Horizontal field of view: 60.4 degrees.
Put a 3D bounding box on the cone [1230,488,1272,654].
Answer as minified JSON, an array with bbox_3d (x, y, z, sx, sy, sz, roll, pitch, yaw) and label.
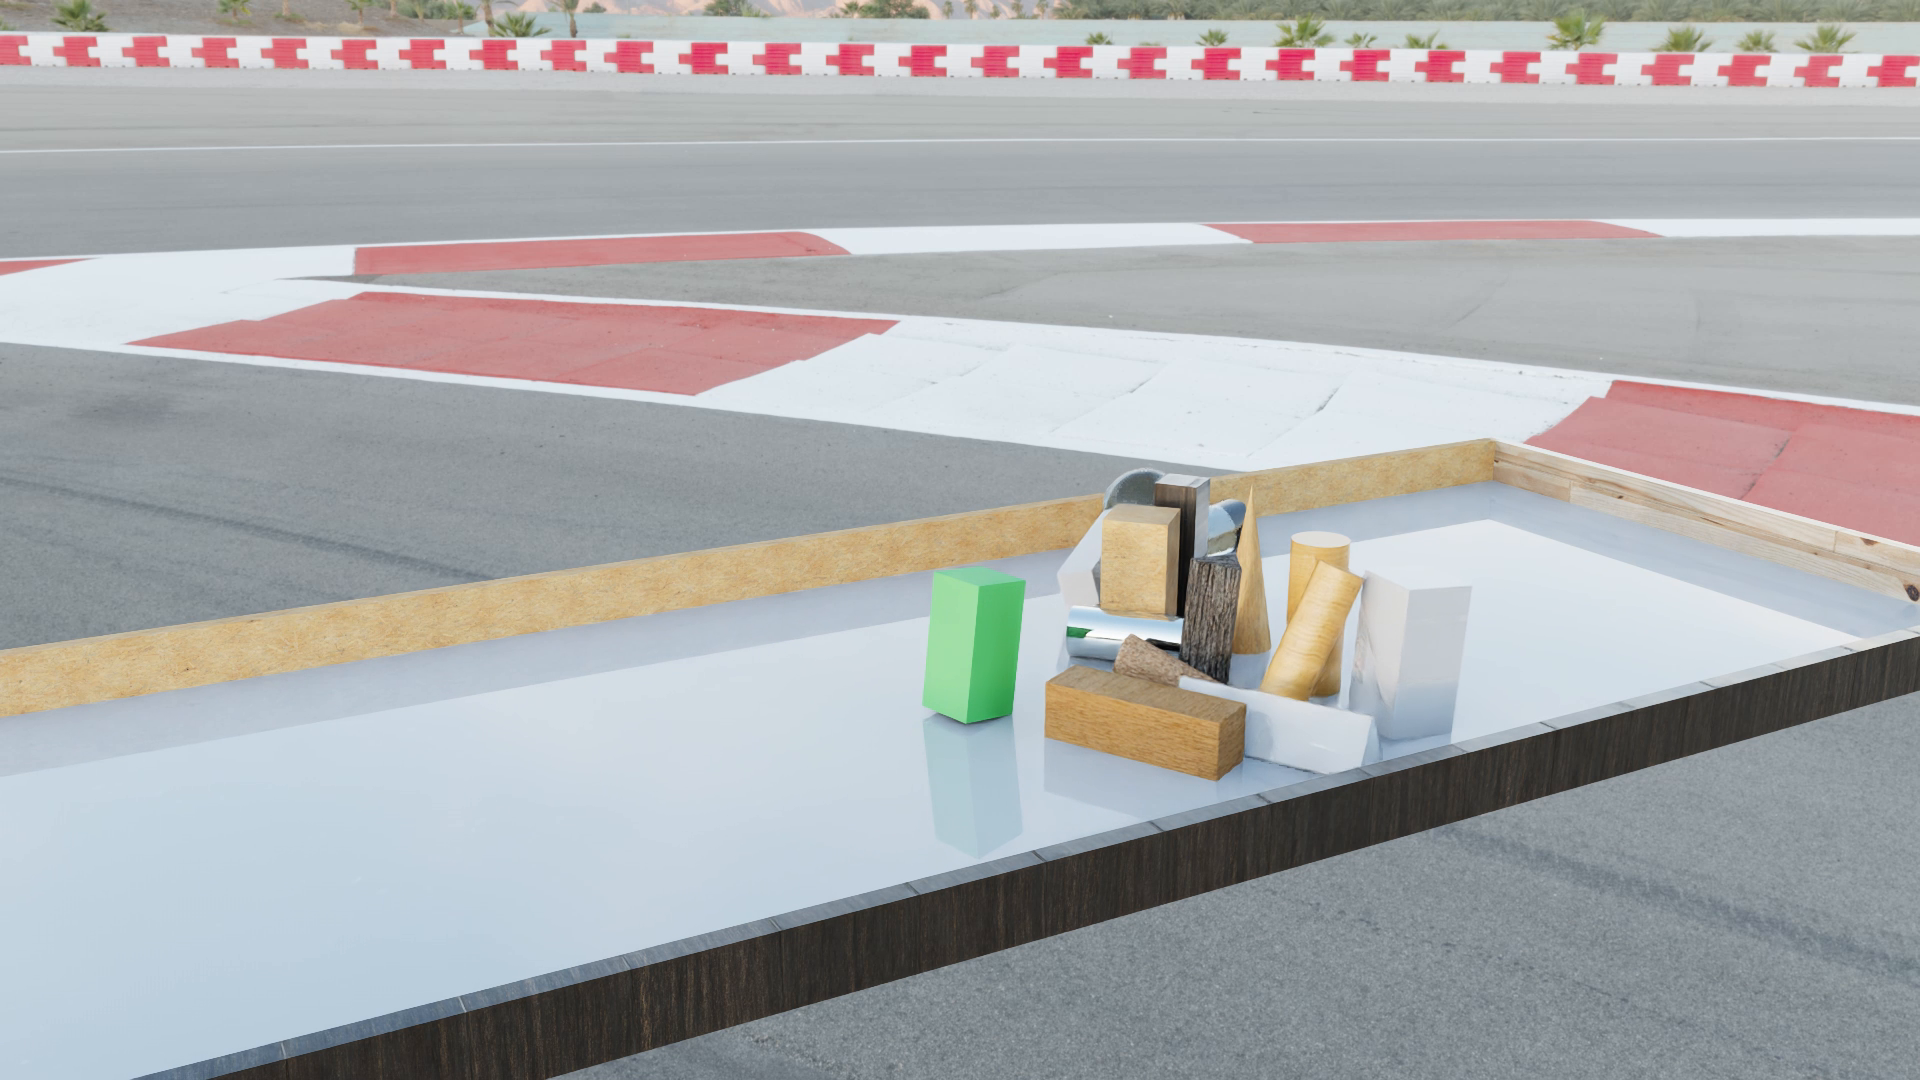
[{"bbox_3d":[0.757,0.067,4.339,0.147,0.445,0.147,0,16,0],"label":"cone"}]

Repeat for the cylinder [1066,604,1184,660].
[{"bbox_3d":[0.457,0.251,4.267,0.343,0.133,0.133,5,17,17],"label":"cylinder"}]

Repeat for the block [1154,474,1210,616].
[{"bbox_3d":[0.612,0.023,4.583,0.120,0.391,0.120,8,18,25],"label":"block"}]

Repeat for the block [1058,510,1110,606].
[{"bbox_3d":[0.405,0.044,4.705,0.103,0.103,0.429,-6,22,27],"label":"block"}]

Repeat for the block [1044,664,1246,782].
[{"bbox_3d":[0.414,0.408,3.724,0.435,0.137,0.137,11,20,33],"label":"block"}]

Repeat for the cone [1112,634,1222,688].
[{"bbox_3d":[0.583,0.359,4.006,0.405,0.145,0.145,18,22,21],"label":"cone"}]

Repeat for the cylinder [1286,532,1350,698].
[{"bbox_3d":[0.875,0.182,4.054,0.141,0.384,0.141,0,16,0],"label":"cylinder"}]

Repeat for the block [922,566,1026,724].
[{"bbox_3d":[0.032,0.245,3.908,0.153,0.329,0.153,-6,16,-43],"label":"block"}]

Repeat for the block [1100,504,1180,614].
[{"bbox_3d":[0.478,0.101,4.384,0.173,0.353,0.173,5,17,17],"label":"block"}]

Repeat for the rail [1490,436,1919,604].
[{"bbox_3d":[2.466,-0.048,5.253,0.050,0.150,2.100,-9,18,-27],"label":"rail"}]

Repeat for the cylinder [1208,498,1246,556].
[{"bbox_3d":[0.718,-0.004,5.073,0.166,0.166,0.443,14,21,40],"label":"cylinder"}]

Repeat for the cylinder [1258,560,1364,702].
[{"bbox_3d":[0.810,0.240,3.847,0.114,0.377,0.114,23,7,-3],"label":"cylinder"}]

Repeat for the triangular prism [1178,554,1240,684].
[{"bbox_3d":[0.638,0.202,4.086,0.133,0.324,0.116,14,19,30],"label":"triangular prism"}]

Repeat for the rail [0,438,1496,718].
[{"bbox_3d":[-3.305,0.497,3.399,12.000,0.150,0.050,-9,18,-27],"label":"rail"}]

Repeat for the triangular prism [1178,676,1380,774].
[{"bbox_3d":[0.706,0.409,3.719,0.457,0.127,0.147,10,19,31],"label":"triangular prism"}]

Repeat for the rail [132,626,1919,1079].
[{"bbox_3d":[-2.336,1.006,1.665,12.000,0.150,0.050,-9,18,-27],"label":"rail"}]

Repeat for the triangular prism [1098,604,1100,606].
[{"bbox_3d":[0.593,0.130,4.761,0.411,0.081,0.094,-6,17,-19],"label":"triangular prism"}]

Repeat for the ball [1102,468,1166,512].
[{"bbox_3d":[0.580,-0.095,5.212,0.264,0.264,0.264,0,16,0],"label":"ball"}]

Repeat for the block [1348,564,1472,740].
[{"bbox_3d":[1.040,0.257,3.829,0.172,0.358,0.172,-3,16,-22],"label":"block"}]
